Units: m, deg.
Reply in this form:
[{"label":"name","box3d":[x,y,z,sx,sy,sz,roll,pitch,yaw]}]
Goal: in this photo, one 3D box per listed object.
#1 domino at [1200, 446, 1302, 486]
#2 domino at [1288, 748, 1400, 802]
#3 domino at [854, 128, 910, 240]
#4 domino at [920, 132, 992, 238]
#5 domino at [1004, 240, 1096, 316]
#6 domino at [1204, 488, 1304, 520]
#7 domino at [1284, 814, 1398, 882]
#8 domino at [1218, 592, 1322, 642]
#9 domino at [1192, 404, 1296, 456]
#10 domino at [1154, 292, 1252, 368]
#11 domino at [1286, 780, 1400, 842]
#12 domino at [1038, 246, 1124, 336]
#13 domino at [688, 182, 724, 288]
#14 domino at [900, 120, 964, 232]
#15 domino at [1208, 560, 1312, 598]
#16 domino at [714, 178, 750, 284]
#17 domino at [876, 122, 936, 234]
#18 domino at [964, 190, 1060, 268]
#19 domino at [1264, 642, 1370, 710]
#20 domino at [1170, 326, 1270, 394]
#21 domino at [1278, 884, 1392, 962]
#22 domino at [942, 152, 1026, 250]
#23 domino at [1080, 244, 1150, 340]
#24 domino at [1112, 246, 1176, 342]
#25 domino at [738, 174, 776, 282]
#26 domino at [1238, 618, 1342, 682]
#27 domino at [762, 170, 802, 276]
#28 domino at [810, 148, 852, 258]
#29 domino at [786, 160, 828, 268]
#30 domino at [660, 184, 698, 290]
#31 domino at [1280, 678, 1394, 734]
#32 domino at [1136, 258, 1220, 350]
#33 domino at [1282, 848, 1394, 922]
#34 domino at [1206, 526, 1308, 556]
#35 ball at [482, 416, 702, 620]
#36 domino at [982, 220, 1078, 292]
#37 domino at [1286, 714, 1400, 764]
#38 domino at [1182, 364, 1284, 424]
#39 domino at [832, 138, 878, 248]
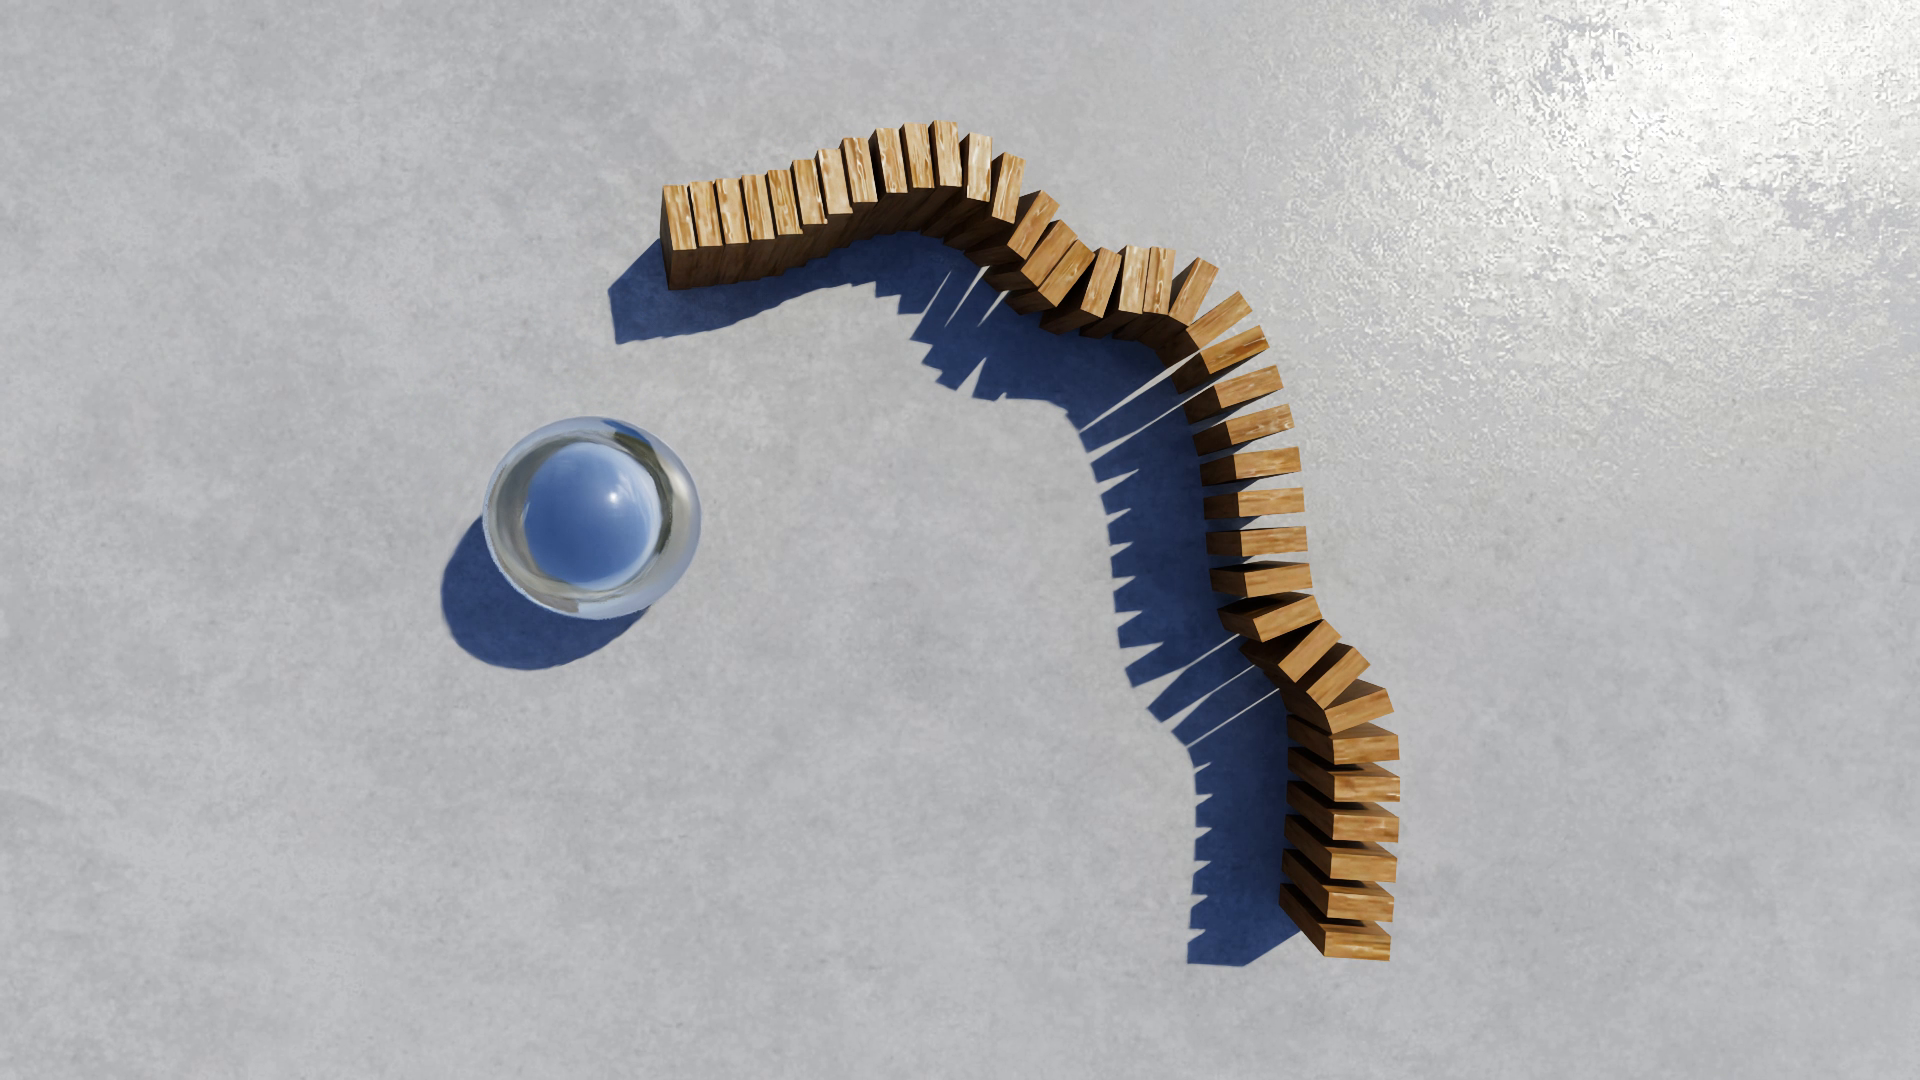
[{"label":"domino","box3d":[0.118,-0.030,0.375,0.025,0.050,0.009,-7,90,0]},{"label":"domino","box3d":[0.156,0.095,0.375,0.025,0.050,0.009,1,90,0]},{"label":"domino","box3d":[-0.036,-0.144,0.375,0.010,0.050,0.025,-9,90,-23]},{"label":"domino","box3d":[-0.002,-0.144,0.375,0.010,0.050,0.025,2,90,-23]},{"label":"domino","box3d":[0.036,-0.106,0.375,0.010,0.050,0.025,38,90,-16]},{"label":"domino","box3d":[0.119,-0.015,0.375,0.025,0.050,0.009,-4,90,0]},{"label":"domino","box3d":[0.154,0.125,0.375,0.025,0.050,0.010,4,90,0]},{"label":"domino","box3d":[0.125,0.030,0.375,0.025,0.050,0.010,-22,90,0]},{"label":"domino","box3d":[0.115,-0.044,0.375,0.025,0.050,0.009,-16,90,0]},{"label":"domino","box3d":[0.098,-0.085,0.375,0.025,0.050,0.010,-36,93,0]},{"label":"domino","box3d":[0.155,0.110,0.375,0.025,0.050,0.009,3,90,0]},{"label":"domino","box3d":[0.048,-0.101,0.375,0.009,0.050,0.025,19,90,-15]},{"label":"domino","box3d":[-0.105,-0.124,0.375,0.009,0.050,0.025,-9,90,-20]},{"label":"domino","box3d":[-0.014,-0.148,0.375,0.009,0.050,0.025,-6,90,-24]},{"label":"domino","box3d":[0.122,0.015,0.375,0.025,0.050,0.009,-9,90,0]},{"label":"domino","box3d":[-0.095,-0.125,0.375,0.010,0.050,0.025,-9,90,-20]},{"label":"domino","box3d":[-0.025,-0.146,0.375,0.009,0.050,0.025,-8,90,-24]},{"label":"domino","box3d":[0.020,-0.126,0.375,0.010,0.050,0.025,32,90,-23]},{"label":"domino","box3d":[0.145,0.053,0.375,0.025,0.050,0.010,-43,90,0]},{"label":"domino","box3d":[0.105,-0.073,0.375,0.025,0.050,0.009,-24,90,0]},{"label":"domino","box3d":[0.152,0.155,0.375,0.025,0.050,0.010,4,90,0]},{"label":"domino","box3d":[0.009,-0.137,0.375,0.009,0.050,0.025,11,90,-24]},{"label":"domino","box3d":[0.062,-0.100,0.375,0.009,0.050,0.025,7,90,-10]},{"label":"domino","box3d":[0.074,-0.099,0.375,0.009,0.050,0.025,7,90,-4]},{"label":"domino","box3d":[-0.085,-0.126,0.375,0.009,0.050,0.025,-9,90,-20]},{"label":"domino","box3d":[0.134,0.042,0.375,0.025,0.050,0.010,-45,90,0]},{"label":"domino","box3d":[-0.075,-0.128,0.375,0.010,0.050,0.025,-9,90,-20]},{"label":"domino","box3d":[-0.056,-0.136,0.375,0.009,0.050,0.025,-9,90,-20]},{"label":"domino","box3d":[-0.066,-0.132,0.375,0.009,0.050,0.025,-9,90,-20]},{"label":"domino","box3d":[-0.115,-0.122,0.375,0.009,0.050,0.025,-9,90,-20]},{"label":"domino","box3d":[0.153,0.065,0.375,0.025,0.050,0.010,-20,90,0]},{"label":"domino","box3d":[0.088,-0.095,0.375,0.010,0.050,0.025,27,90,-3]},{"label":"domino","box3d":[0.153,0.140,0.375,0.025,0.050,0.009,5,90,0]},{"label":"domino","box3d":[0.120,0.000,0.375,0.025,0.050,0.010,-5,90,0]},{"label":"ball","box3d":[-0.143,-0.009,0.360,0.080,0.080,0.080,0,90,0]},{"label":"domino","box3d":[0.027,-0.115,0.375,0.010,0.050,0.025,38,90,-21]},{"label":"domino","box3d":[0.155,0.080,0.375,0.025,0.050,0.009,-4,90,0]},{"label":"domino","box3d":[0.110,-0.059,0.375,0.025,0.050,0.010,-18,90,0]},{"label":"domino","box3d":[-0.047,-0.141,0.375,0.010,0.050,0.025,-9,90,-20]}]
